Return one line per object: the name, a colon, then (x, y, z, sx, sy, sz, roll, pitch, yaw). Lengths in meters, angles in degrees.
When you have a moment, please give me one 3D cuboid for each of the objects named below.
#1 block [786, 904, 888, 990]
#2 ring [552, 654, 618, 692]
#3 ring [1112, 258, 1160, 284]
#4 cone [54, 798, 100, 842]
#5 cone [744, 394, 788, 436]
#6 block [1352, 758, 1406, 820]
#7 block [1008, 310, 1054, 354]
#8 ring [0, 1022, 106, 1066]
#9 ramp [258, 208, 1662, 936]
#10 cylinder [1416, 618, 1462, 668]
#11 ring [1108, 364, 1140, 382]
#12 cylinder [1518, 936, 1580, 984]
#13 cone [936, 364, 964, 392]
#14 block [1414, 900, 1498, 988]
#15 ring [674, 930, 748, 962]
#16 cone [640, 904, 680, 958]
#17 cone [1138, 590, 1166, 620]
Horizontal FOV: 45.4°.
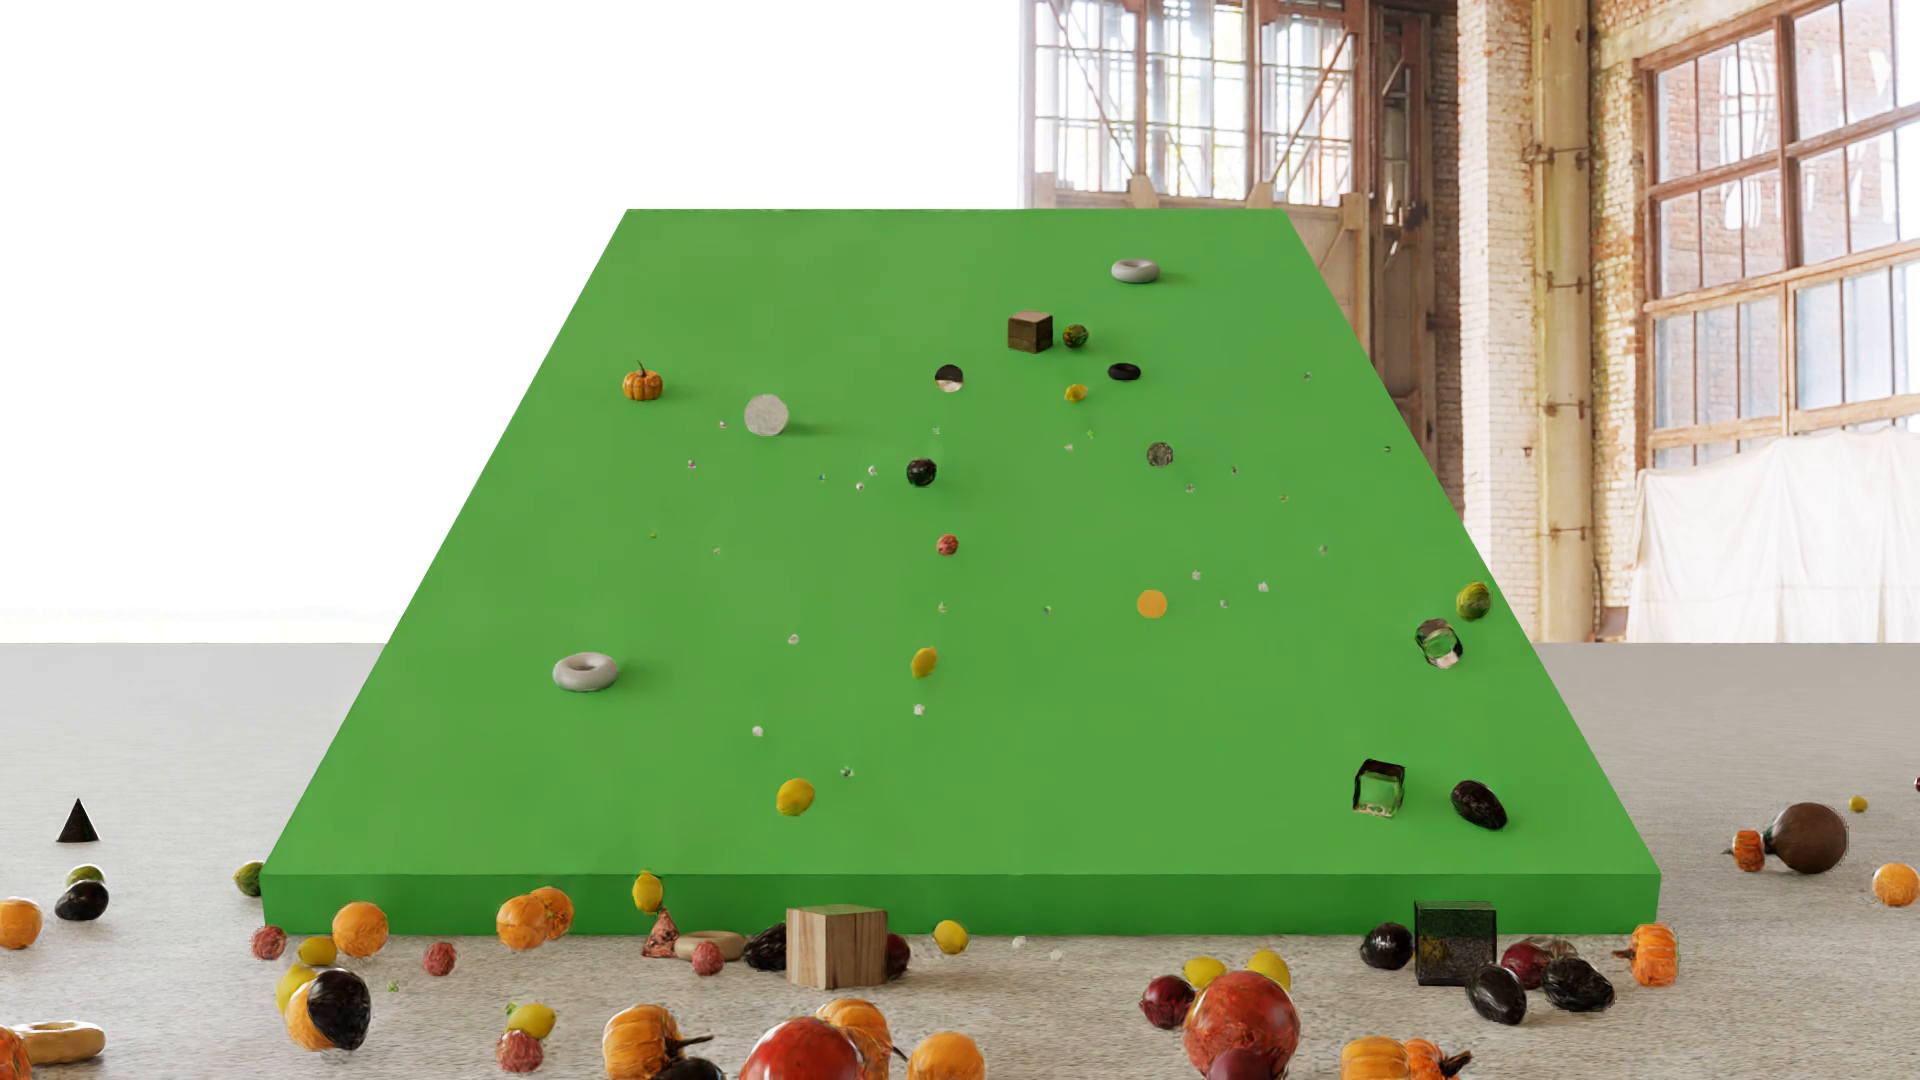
block: (-0.154, 0.505, 2.854, 0.090, 0.090, 0.090, 2, -3, -36)
ring: (-0.630, 0.222, 3.853, 0.109, 0.036, 0.109, -1, 22, 1)
ring: (0.478, -0.732, 6.234, 0.132, 0.044, 0.132, -1, 23, 0)
cone: (-1.859, 0.587, 4.834, 0.092, 0.092, 0.092, 0, -2, 0)
cone: (-0.421, -0.269, 5.073, 0.096, 0.096, 0.096, 0, -5, 4)
block: (0.630, 0.374, 3.447, 0.061, 0.061, 0.061, 10, 24, 24)
block: (0.173, -0.511, 5.630, 0.081, 0.081, 0.081, 14, 25, 30)
ring: (-0.924, 0.512, 2.335, 0.101, 0.034, 0.101, 0, -4, 0)
ramp: (-0.006, -0.220, 5.145, 2.000, 0.100, 4.000, 0, 22, 0)
cylinder: (0.822, 0.176, 3.935, 0.066, 0.066, 0.066, 0, 22, -4)
ring: (0.388, -0.396, 5.418, 0.080, 0.027, 0.080, 1, 23, 0)
cylinder: (0.735, 0.525, 2.868, 0.053, 0.053, 0.053, 1, -3, -25)
cone: (-0.022, -0.372, 5.351, 0.066, 0.066, 0.066, 0, -5, 5)
block: (0.619, 0.504, 2.868, 0.094, 0.094, 0.094, 0, -2, 8)
ring: (-0.333, 0.543, 3.064, 0.098, 0.033, 0.098, 0, -1, 0)
cone: (-0.399, 0.527, 3.101, 0.068, 0.068, 0.068, 0, -2, 0)
cone: (0.345, 0.118, 4.135, 0.054, 0.054, 0.054, 0, -5, 3)
